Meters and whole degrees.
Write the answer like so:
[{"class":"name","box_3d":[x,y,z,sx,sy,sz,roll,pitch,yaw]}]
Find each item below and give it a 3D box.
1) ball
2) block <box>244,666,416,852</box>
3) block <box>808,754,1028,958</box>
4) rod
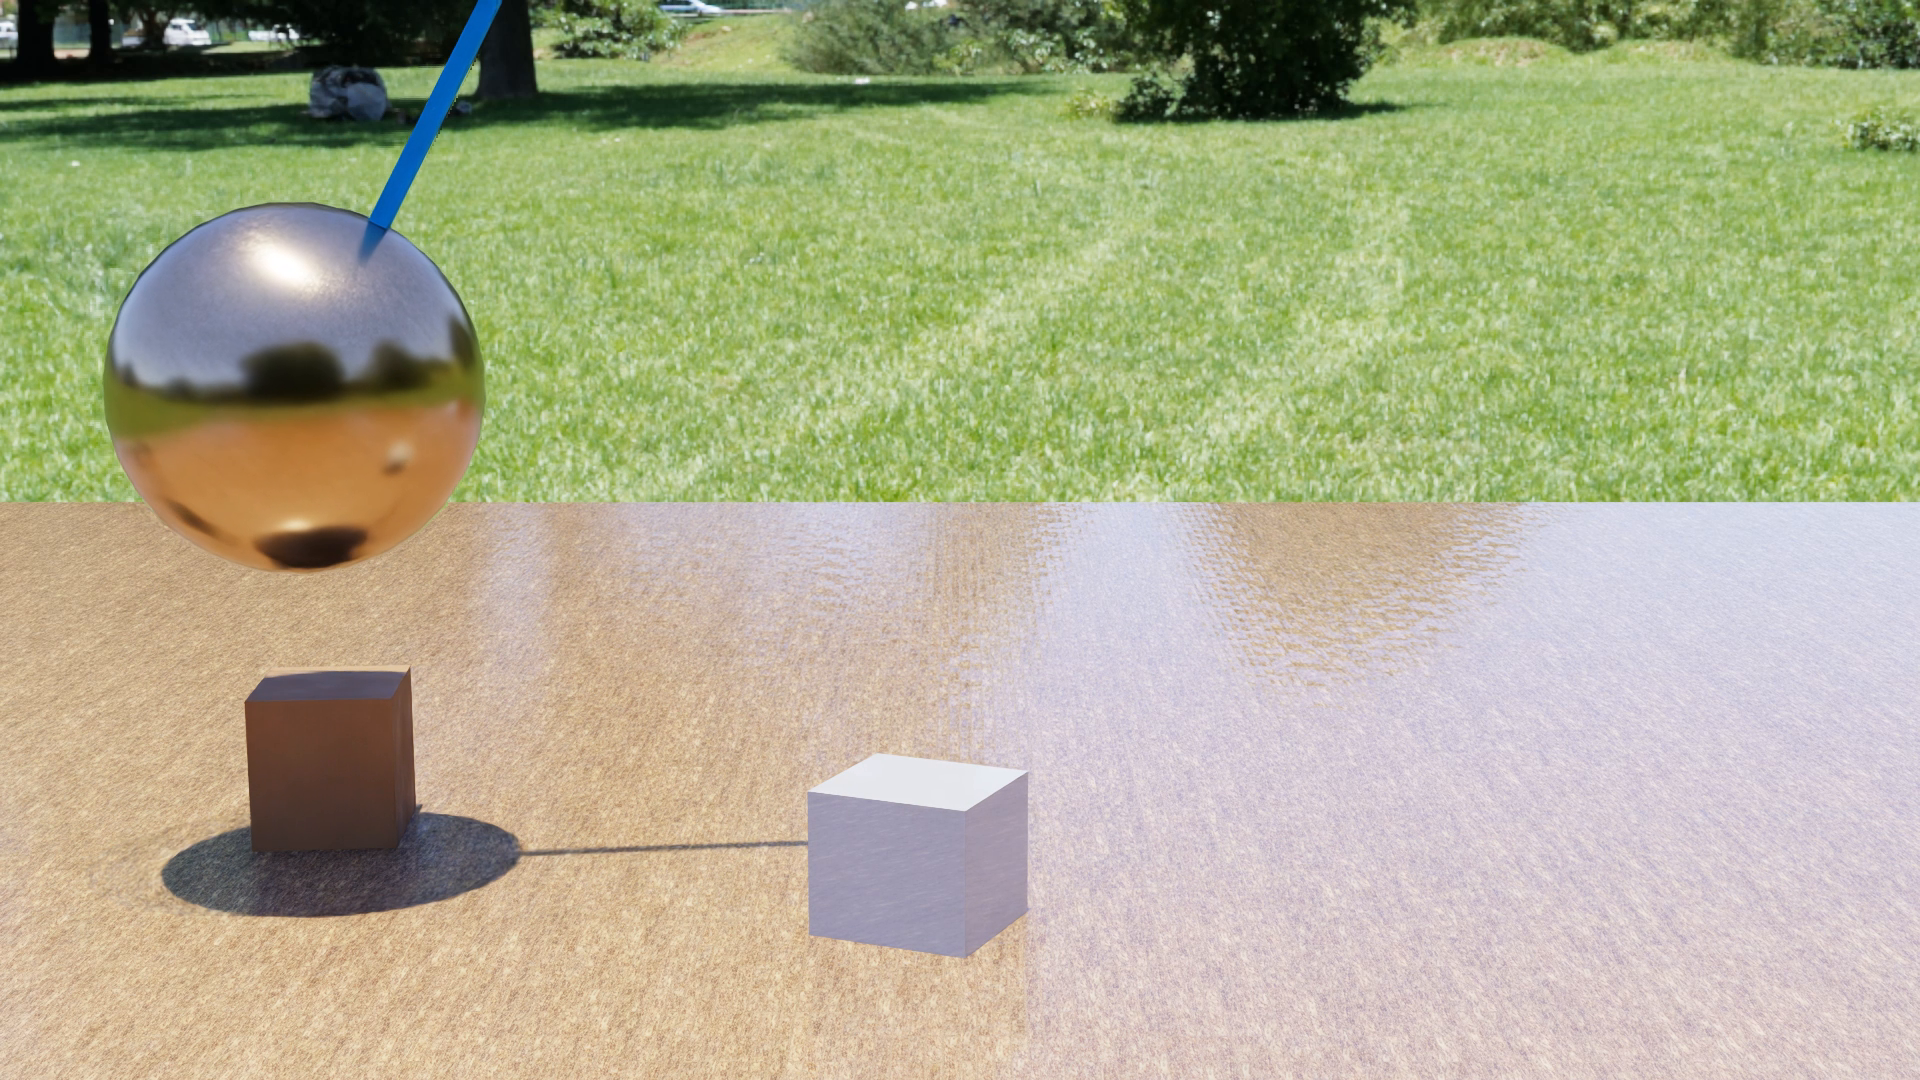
[{"class":"ball","box_3d":[-2.856,-0.654,11.061,1.600,1.600,1.600,0,10,0]},{"class":"block","box_3d":[-2.938,1.013,12.028,0.655,0.704,0.677,-1,10,-4]},{"class":"block","box_3d":[-0.168,1.301,10.690,0.706,0.615,0.652,5,11,24]},{"class":"rod","box_3d":[-1.238,-3.596,10.527,0.080,5.200,0.080,28,9,-5]}]
